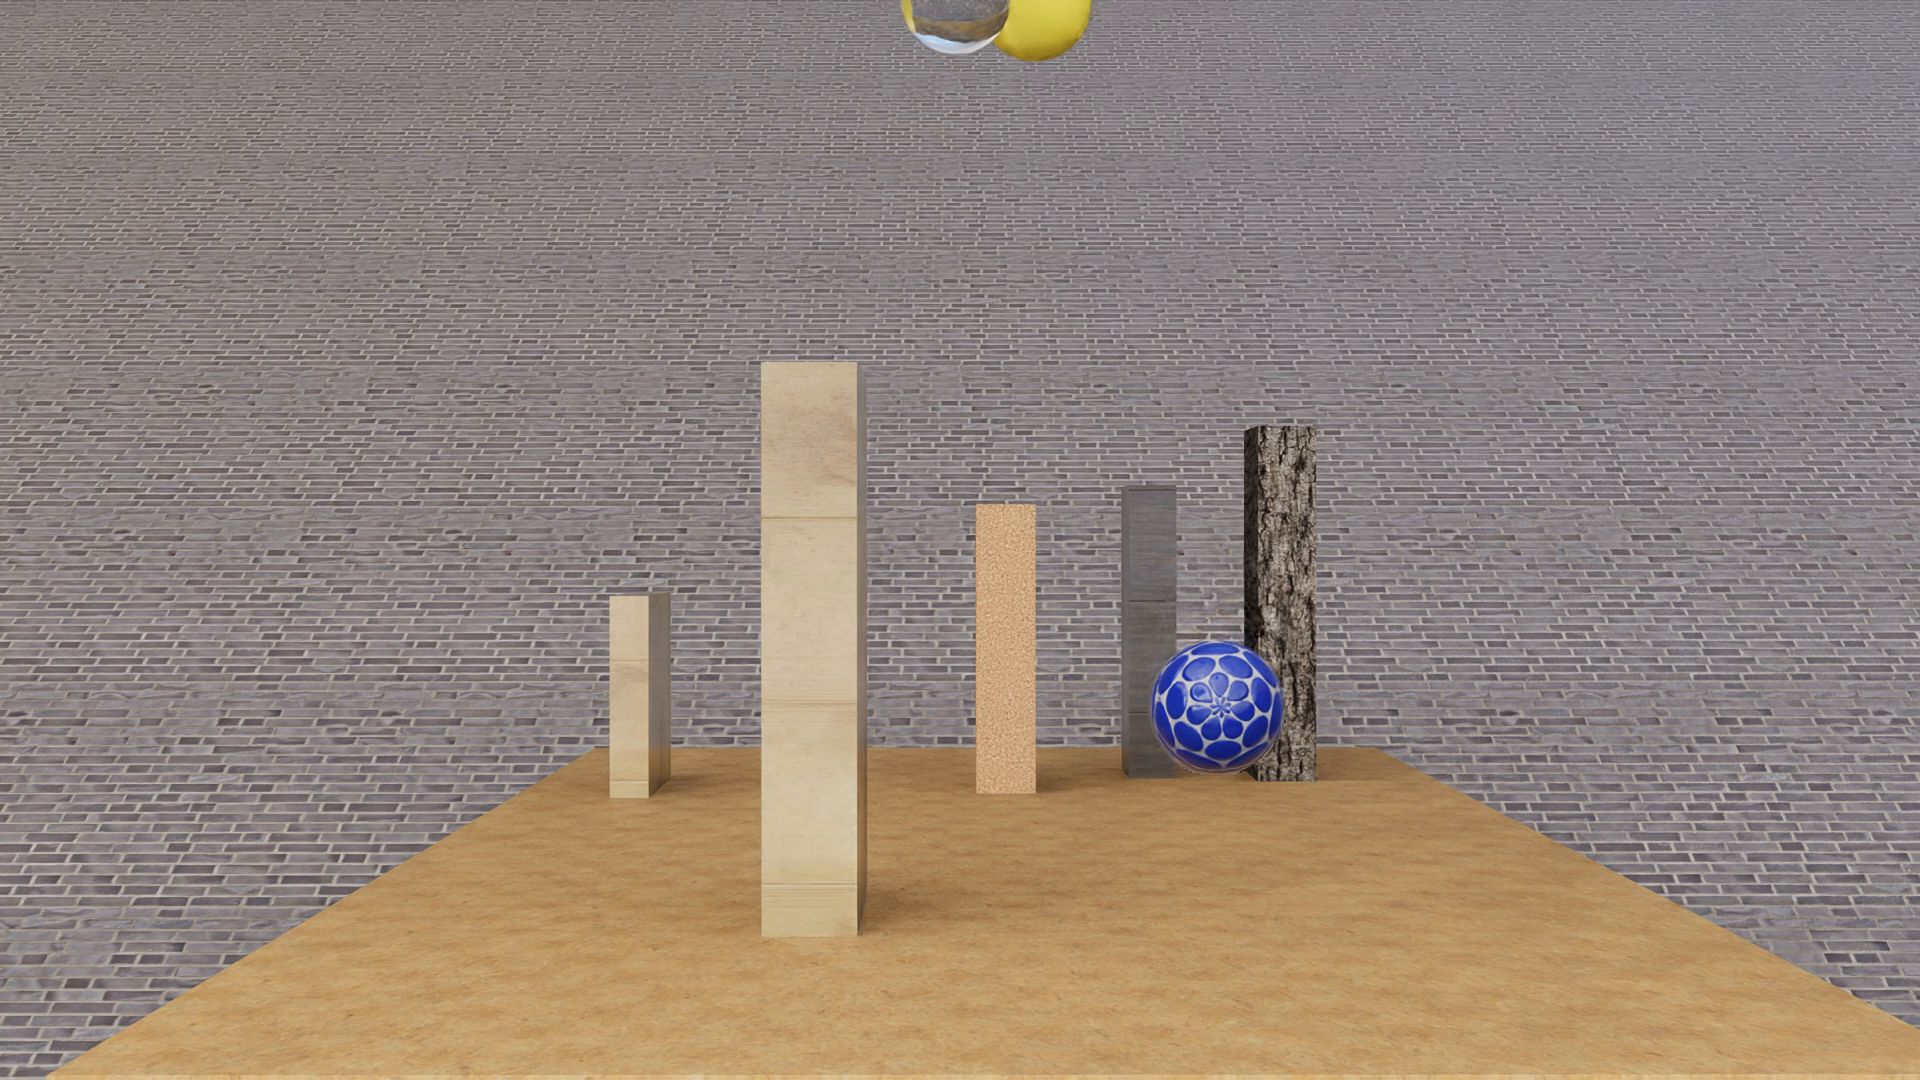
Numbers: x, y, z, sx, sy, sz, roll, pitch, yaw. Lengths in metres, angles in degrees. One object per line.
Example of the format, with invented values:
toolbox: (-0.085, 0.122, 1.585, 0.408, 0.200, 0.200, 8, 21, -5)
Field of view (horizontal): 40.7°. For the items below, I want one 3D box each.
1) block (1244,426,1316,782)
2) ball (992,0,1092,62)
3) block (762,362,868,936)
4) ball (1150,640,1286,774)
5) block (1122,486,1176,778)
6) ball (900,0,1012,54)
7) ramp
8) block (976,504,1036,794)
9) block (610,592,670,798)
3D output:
block: (0.725, 0.141, 5.871, 0.128, 0.788, 0.285, 0, 0, 0)
ball: (0.076, -0.544, 2.625, 0.115, 0.115, 0.115, 0, 29, 0)
block: (-0.207, 0.149, 3.738, 0.131, 0.787, 0.394, 0, 0, 0)
ball: (0.260, 0.168, 2.608, 0.135, 0.135, 0.135, 0, 29, 0)
block: (0.433, 0.206, 5.942, 0.106, 0.659, 0.269, 0, 0, 0)
ball: (-0.004, -0.534, 2.547, 0.110, 0.110, 0.110, 0, 29, 0)
ramp: (0.066, 0.589, 4.641, 2.000, 0.100, 4.000, 0, 0, 0)
block: (0.097, 0.230, 5.628, 0.125, 0.612, 0.309, 0, 0, 0)
block: (-0.690, 0.327, 5.599, 0.081, 0.420, 0.416, 0, 0, 0)
